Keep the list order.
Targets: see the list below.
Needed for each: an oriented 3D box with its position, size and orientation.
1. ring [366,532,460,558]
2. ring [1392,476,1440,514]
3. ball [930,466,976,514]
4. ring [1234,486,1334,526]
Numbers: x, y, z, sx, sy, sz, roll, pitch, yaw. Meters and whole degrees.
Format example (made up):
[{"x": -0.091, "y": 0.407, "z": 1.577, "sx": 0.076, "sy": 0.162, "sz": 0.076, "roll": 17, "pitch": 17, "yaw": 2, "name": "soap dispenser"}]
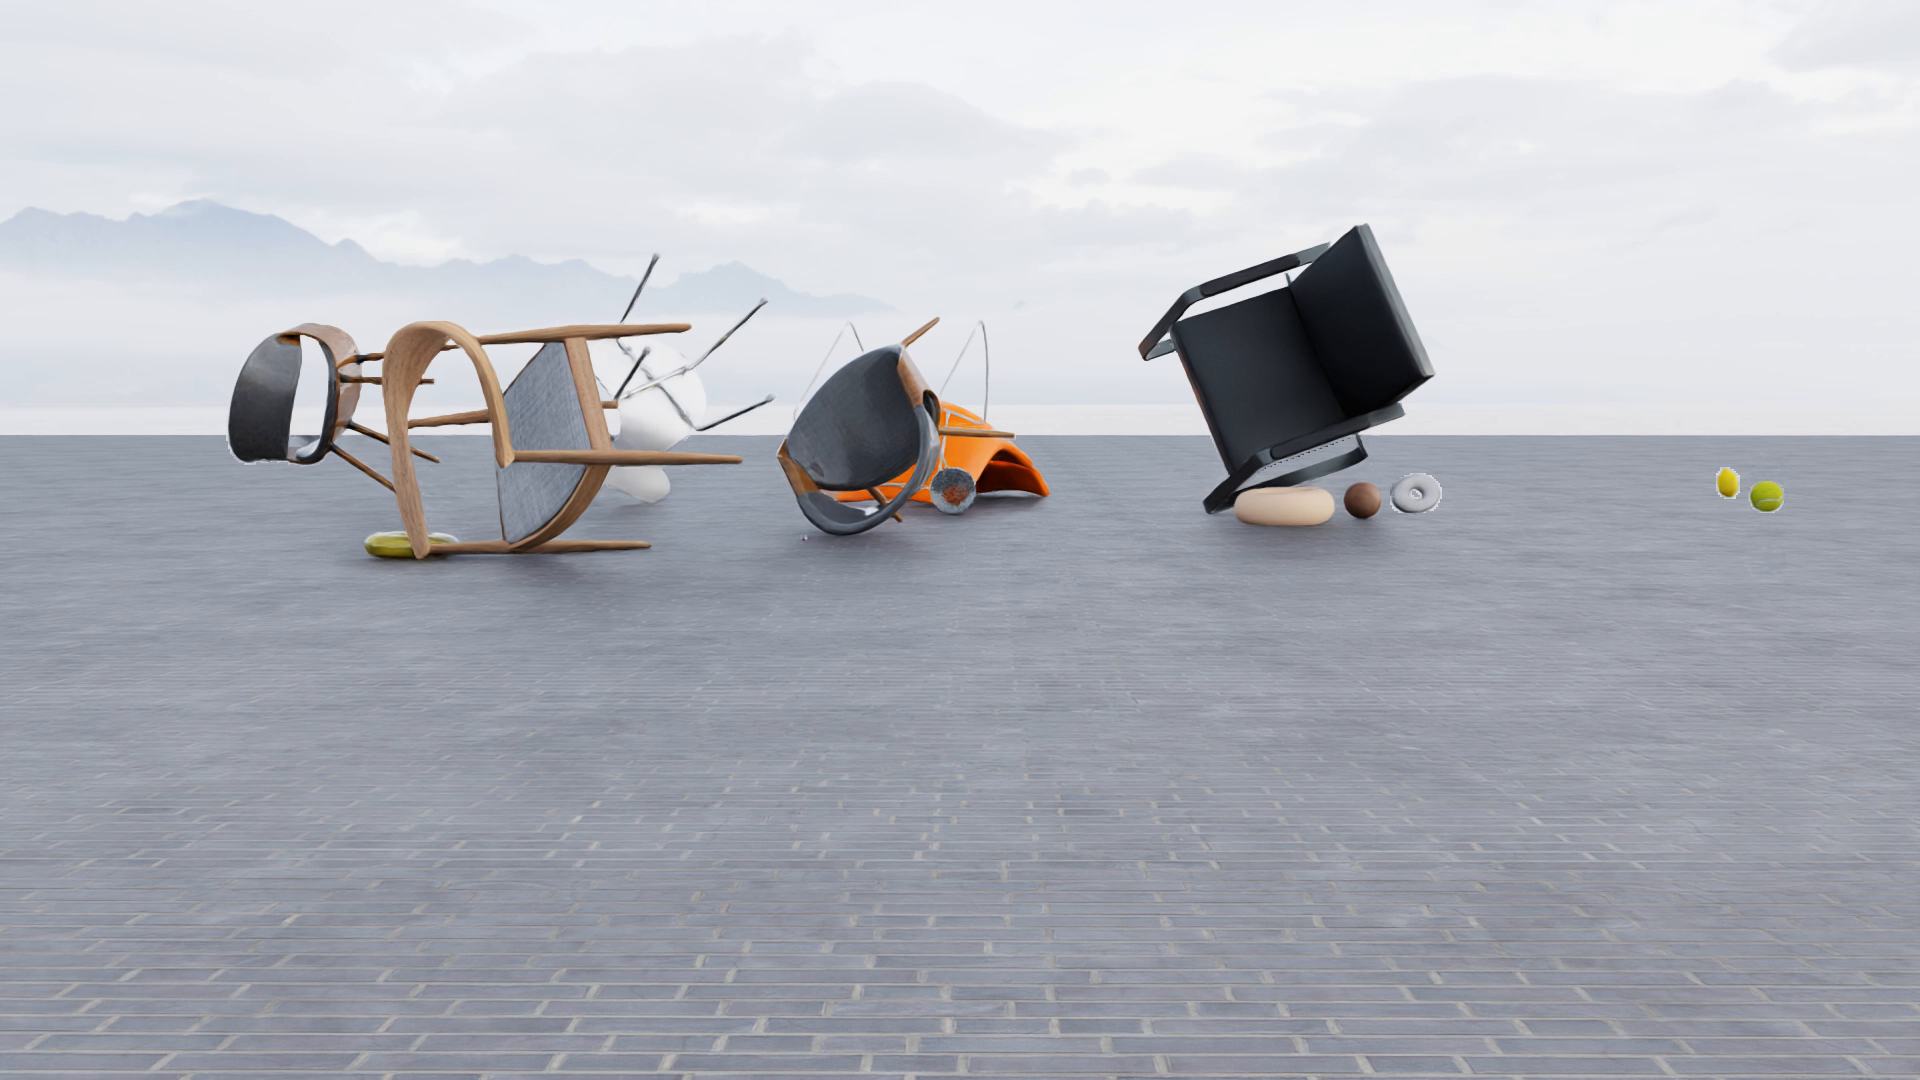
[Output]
[{"x": -1.468, "y": 0.013, "z": 5.899, "sx": 0.216, "sy": 0.062, "sz": 0.261, "roll": 5, "pitch": 5, "yaw": 40, "name": "ring"}, {"x": 1.648, "y": -0.165, "z": 7.953, "sx": 0.259, "sy": 0.142, "sz": 0.048, "roll": -19, "pitch": -15, "yaw": -41, "name": "ring"}, {"x": -0.026, "y": -0.178, "z": 7.891, "sx": 0.170, "sy": 0.170, "sz": 0.170, "roll": 0, "pitch": 4, "yaw": 0, "name": "ball"}, {"x": 1.079, "y": -0.110, "z": 7.319, "sx": 0.333, "sy": 0.114, "sz": 0.288, "roll": -2, "pitch": 7, "yaw": 3, "name": "ring"}]
